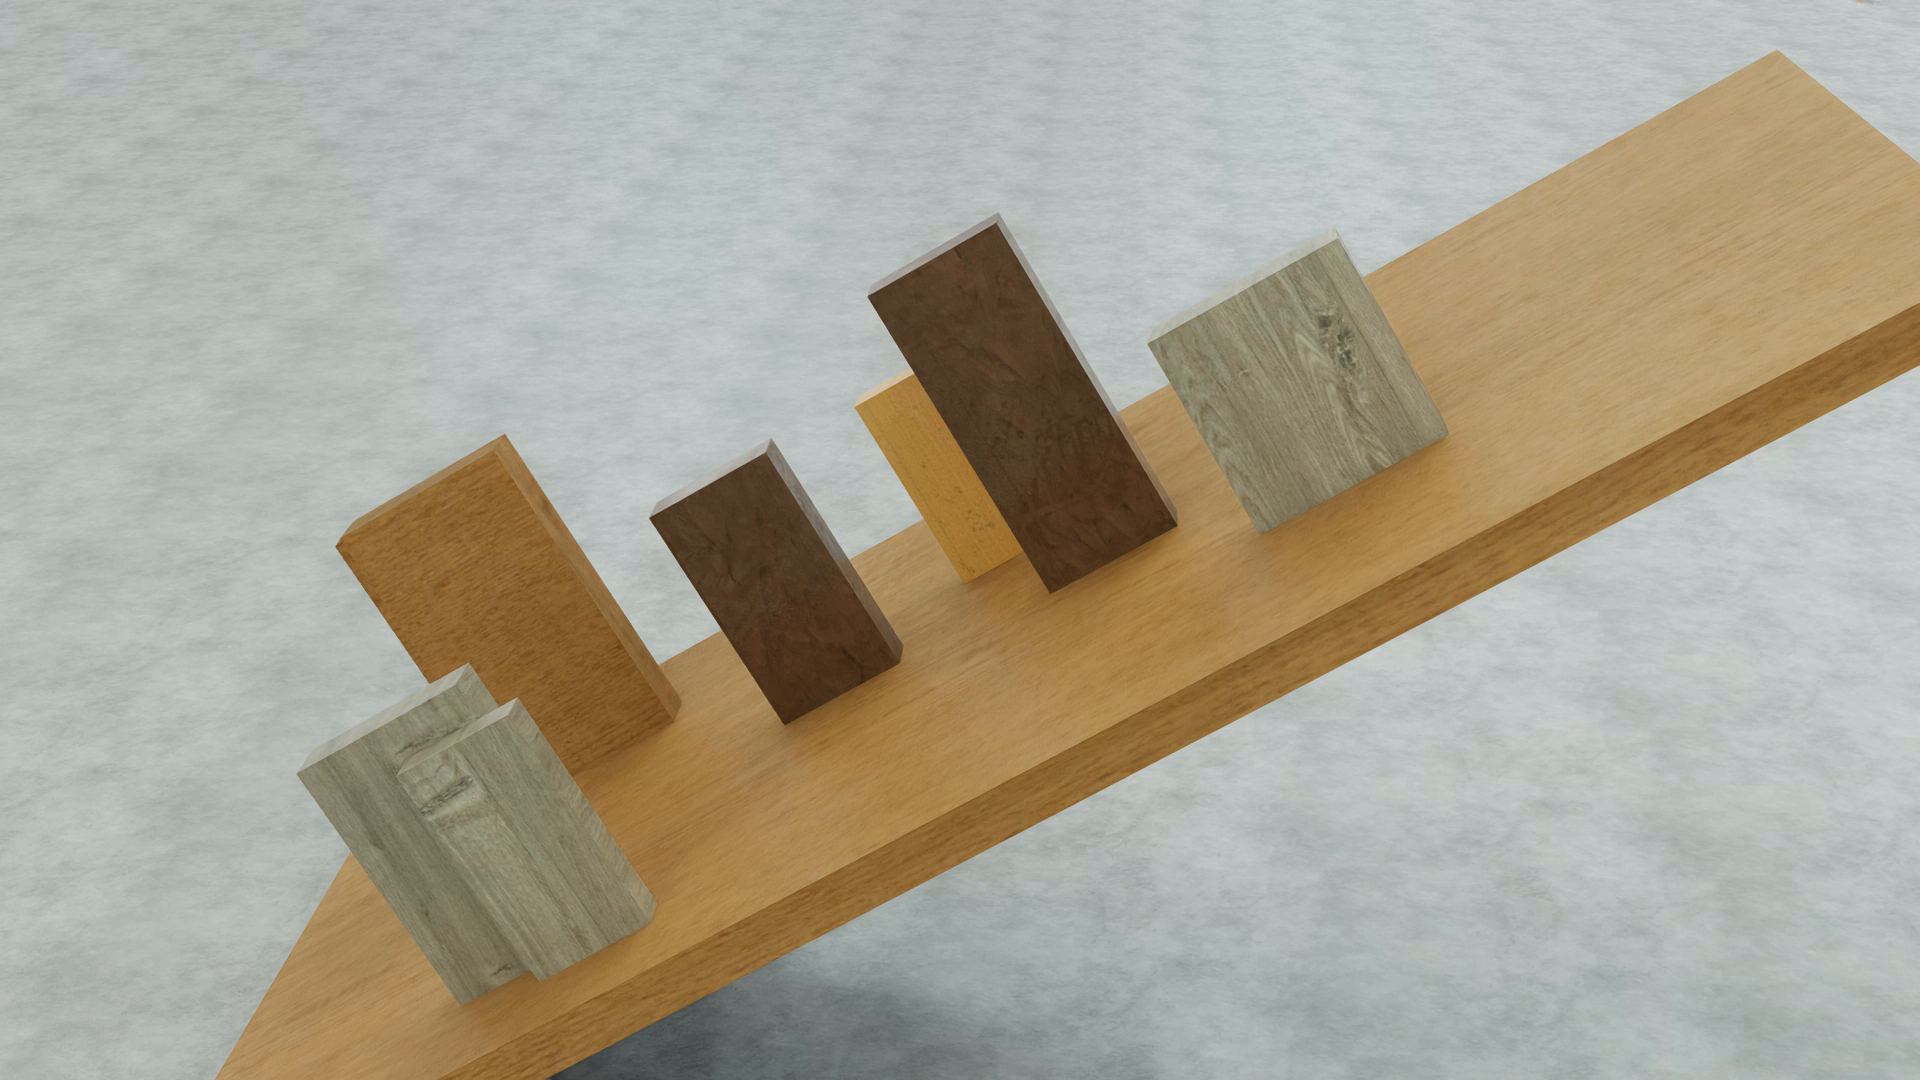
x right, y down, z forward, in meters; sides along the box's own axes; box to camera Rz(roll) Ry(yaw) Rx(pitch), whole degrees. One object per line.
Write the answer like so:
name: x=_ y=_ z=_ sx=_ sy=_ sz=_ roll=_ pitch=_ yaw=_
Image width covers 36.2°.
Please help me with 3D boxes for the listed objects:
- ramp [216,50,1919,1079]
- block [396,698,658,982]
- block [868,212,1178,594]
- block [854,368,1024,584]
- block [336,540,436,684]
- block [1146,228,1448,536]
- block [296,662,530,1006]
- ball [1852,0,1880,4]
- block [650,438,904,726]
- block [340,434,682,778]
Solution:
ramp: x=0.142 y=0.168 z=6.286 sx=4.000 sy=0.100 sz=2.000 roll=-29 pitch=15 yaw=12
block: x=-0.839 y=0.585 z=5.717 sx=0.261 sy=0.502 sz=0.089 roll=-29 pitch=15 yaw=12
block: x=0.134 y=-0.278 z=6.089 sx=0.305 sy=0.741 sz=0.101 roll=-29 pitch=15 yaw=12
block: x=0.066 y=-0.206 z=6.521 sx=0.407 sy=0.475 sz=0.083 roll=-29 pitch=15 yaw=12
block: x=-1.192 y=0.225 z=7.182 sx=0.279 sy=0.722 sz=0.135 roll=-29 pitch=15 yaw=12
block: x=0.654 y=-0.305 z=5.700 sx=0.415 sy=0.447 sz=0.092 roll=-29 pitch=15 yaw=12
block: x=-0.983 y=0.588 z=5.841 sx=0.380 sy=0.582 sz=0.119 roll=-29 pitch=15 yaw=12
ball: x=1.743 y=-1.094 z=5.650 sx=0.125 sy=0.125 sz=0.125 roll=0 pitch=19 yaw=0
block: x=-0.392 y=0.092 z=6.335 sx=0.294 sy=0.547 sz=0.107 roll=-29 pitch=15 yaw=12
block: x=-1.048 y=0.191 z=6.907 sx=0.431 sy=0.769 sz=0.132 roll=-29 pitch=15 yaw=12
